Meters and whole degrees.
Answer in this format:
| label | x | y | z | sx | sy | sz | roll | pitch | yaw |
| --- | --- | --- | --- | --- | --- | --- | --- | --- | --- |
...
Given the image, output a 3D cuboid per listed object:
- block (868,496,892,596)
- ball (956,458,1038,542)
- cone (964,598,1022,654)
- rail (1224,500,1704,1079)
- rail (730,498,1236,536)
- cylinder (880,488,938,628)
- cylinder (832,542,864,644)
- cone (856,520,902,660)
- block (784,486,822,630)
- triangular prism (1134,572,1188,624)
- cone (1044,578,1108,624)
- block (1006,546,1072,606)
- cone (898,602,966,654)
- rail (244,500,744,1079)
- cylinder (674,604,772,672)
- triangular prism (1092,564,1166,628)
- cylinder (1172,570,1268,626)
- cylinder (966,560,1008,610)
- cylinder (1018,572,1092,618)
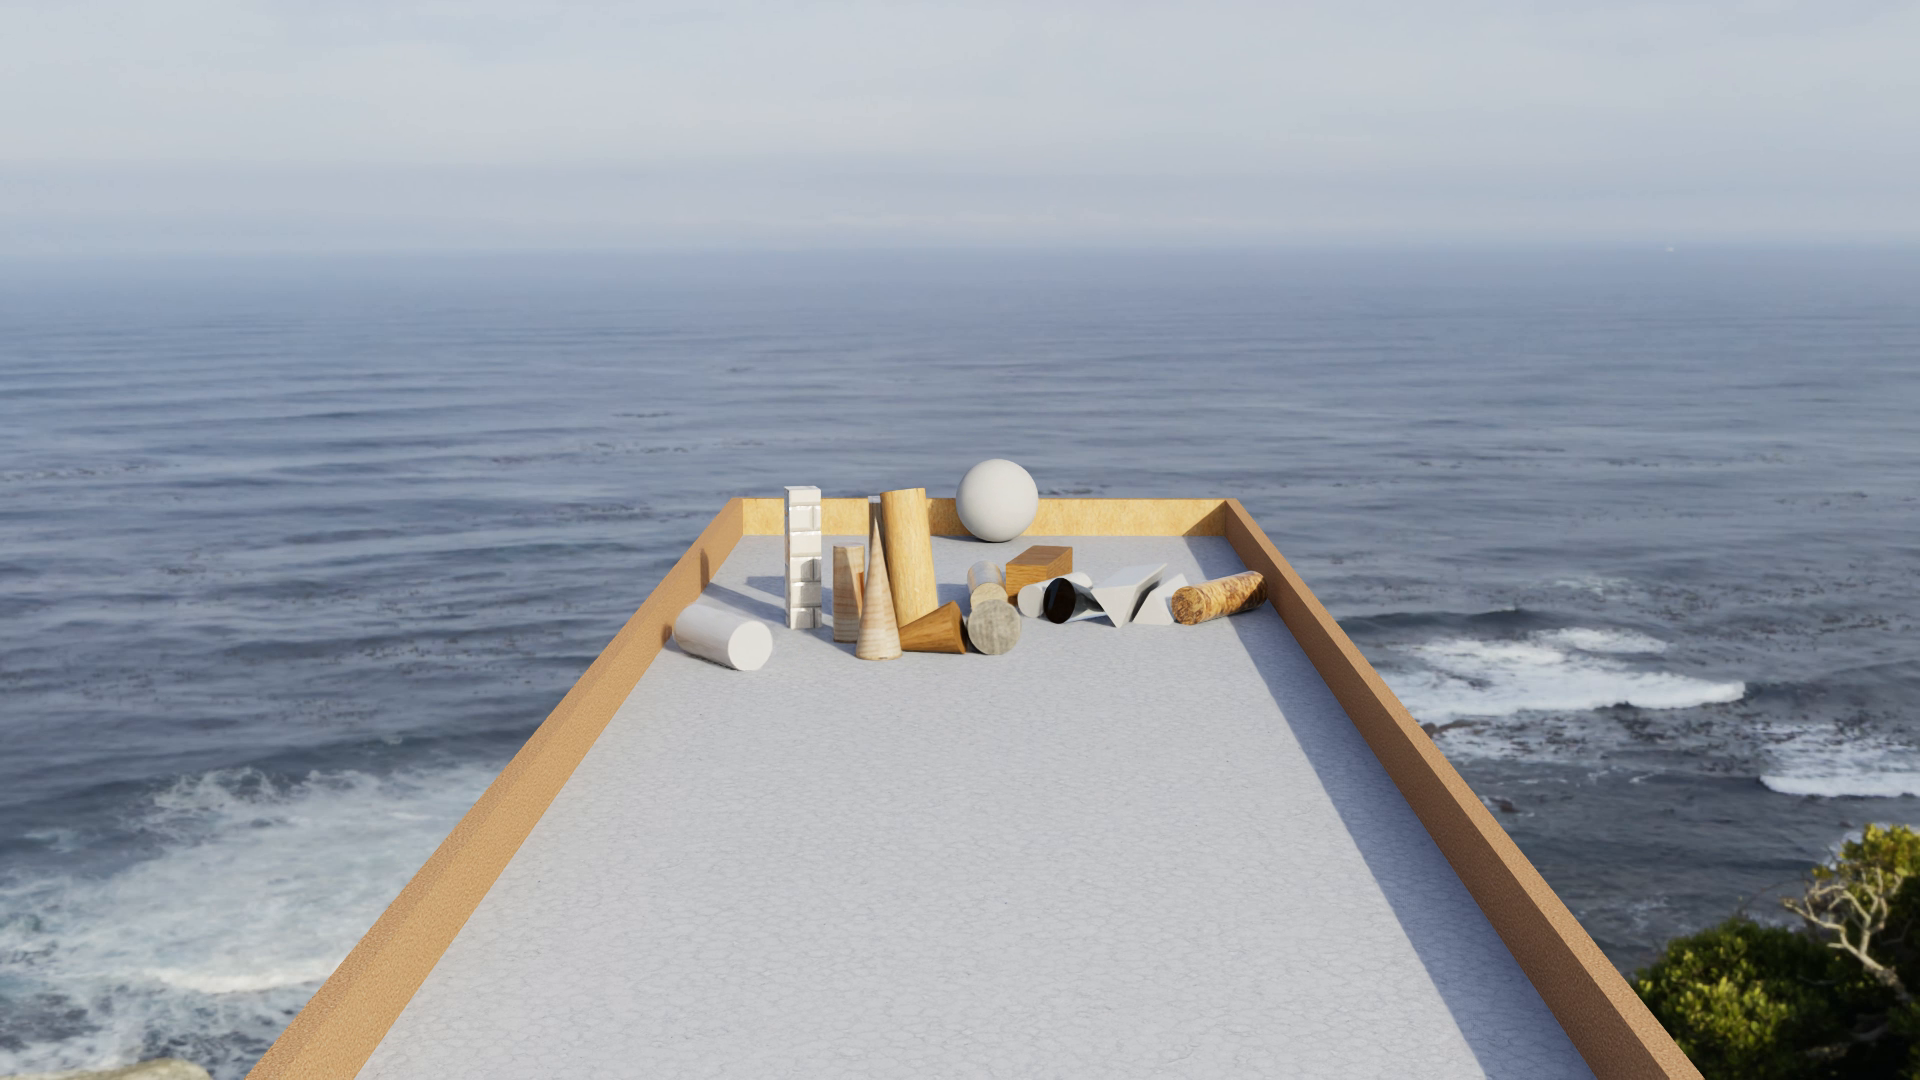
| label | x | y | z | sx | sy | sz | roll | pitch | yaw |
| --- | --- | --- | --- | --- | --- | --- | --- | --- | --- |
| block | -0.217 | 0.072 | 7.219 | 0.164 | 0.418 | 0.164 | -1 | 9 | -3 |
| ball | 0.151 | -0.160 | 8.941 | 0.339 | 0.339 | 0.339 | 0 | 9 | 0 |
| cone | 0.054 | 0.280 | 6.971 | 0.173 | 0.173 | 0.410 | -2 | -3 | -15 |
| rail | 1.046 | 0.843 | 3.208 | 0.050 | 0.150 | 12.000 | 0 | 9 | 1 |
| rail | 0.099 | -0.098 | 9.147 | 2.100 | 0.150 | 0.050 | 0 | 9 | 1 |
| cylinder | -0.159 | 0.071 | 7.030 | 0.145 | 0.460 | 0.145 | -6 | -1 | 0 |
| cylinder | -0.352 | 0.167 | 6.971 | 0.101 | 0.309 | 0.101 | 0 | 9 | 0 |
| cone | -0.253 | 0.142 | 6.724 | 0.148 | 0.433 | 0.148 | -1 | 9 | 0 |
| block | -0.514 | 0.056 | 7.199 | 0.102 | 0.456 | 0.102 | -2 | 9 | -14 |
| triangular prism | 0.697 | 0.194 | 7.425 | 0.123 | 0.107 | 0.385 | 3 | 10 | 20 |
| cone | 0.470 | 0.219 | 7.387 | 0.381 | 0.153 | 0.153 | 7 | 2 | -41 |
| block | 0.282 | 0.125 | 7.760 | 0.144 | 0.144 | 0.424 | 2 | 9 | 15 |
| cone | -0.159 | 0.305 | 6.830 | 0.327 | 0.166 | 0.166 | -13 | 6 | 13 |
| rail | -1.004 | 0.839 | 3.234 | 0.050 | 0.150 | 12.000 | 0 | 9 | 1 |
| cylinder | -0.719 | 0.294 | 6.667 | 0.153 | 0.153 | 0.333 | -6 | 11 | -35 |
| triangular prism | 0.594 | 0.154 | 7.388 | 0.133 | 0.154 | 0.455 | -38 | -4 | 20 |
| cylinder | 0.875 | 0.193 | 7.385 | 0.128 | 0.128 | 0.401 | 7 | 12 | 39 |
| cylinder | 0.092 | 0.169 | 7.544 | 0.125 | 0.125 | 0.445 | 0 | 9 | -1 |
| cylinder | 0.326 | 0.185 | 7.485 | 0.112 | 0.112 | 0.309 | 6 | 11 | 33 |
